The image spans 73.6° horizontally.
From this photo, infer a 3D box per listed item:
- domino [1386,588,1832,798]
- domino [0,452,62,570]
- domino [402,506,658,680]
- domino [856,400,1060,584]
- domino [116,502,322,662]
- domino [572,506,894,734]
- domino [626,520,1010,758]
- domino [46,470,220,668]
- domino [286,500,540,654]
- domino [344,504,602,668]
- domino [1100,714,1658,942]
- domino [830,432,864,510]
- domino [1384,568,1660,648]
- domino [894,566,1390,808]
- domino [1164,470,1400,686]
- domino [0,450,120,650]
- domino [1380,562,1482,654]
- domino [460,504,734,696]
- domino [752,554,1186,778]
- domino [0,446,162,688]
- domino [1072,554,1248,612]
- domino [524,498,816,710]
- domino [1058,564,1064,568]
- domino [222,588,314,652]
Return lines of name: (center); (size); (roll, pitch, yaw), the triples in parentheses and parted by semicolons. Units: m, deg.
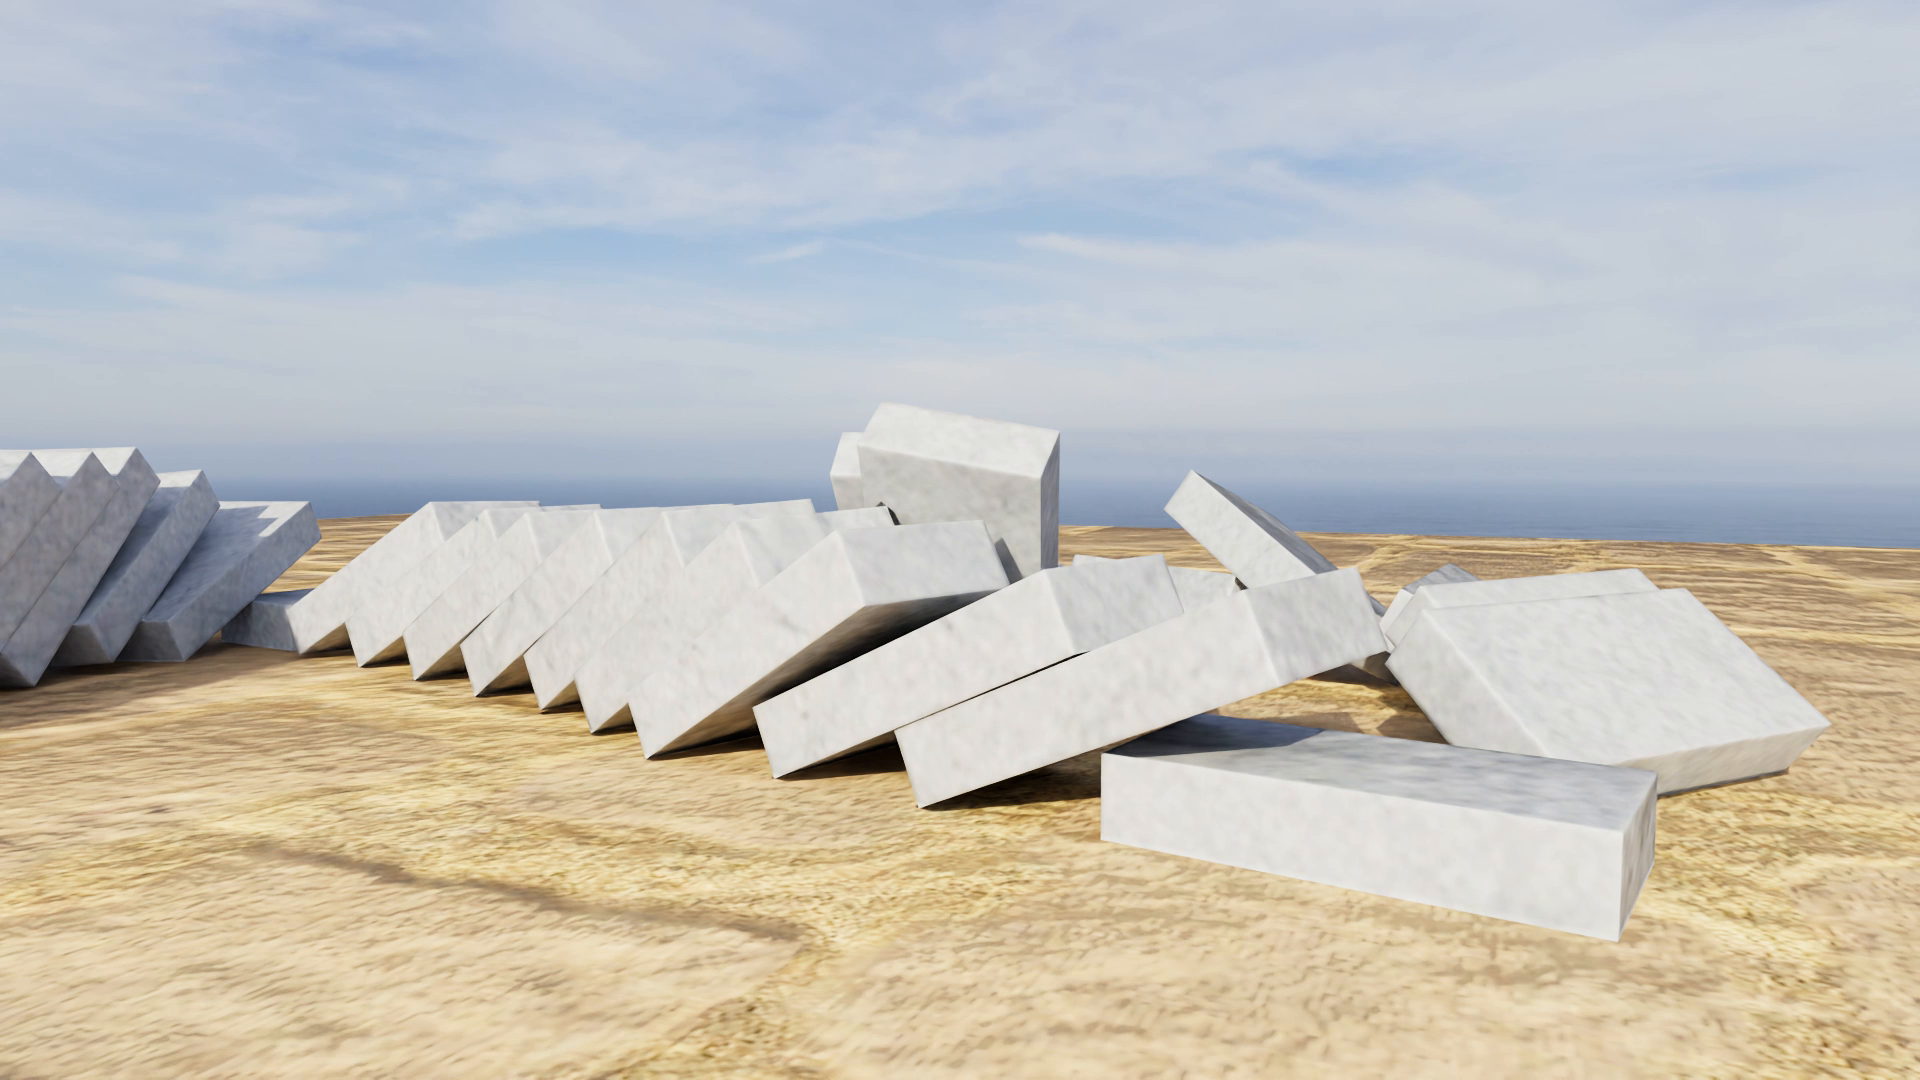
domino: (0.081, 0.019, 0.160); (0.050, 0.009, 0.025); (-2, 42, -27)
domino: (-0.173, 0.006, 0.208); (0.025, 0.009, 0.050); (1, 48, 6)
domino: (-0.075, 0.010, 0.226); (0.025, 0.009, 0.050); (-5, -21, -48)
domino: (0.001, 0.004, 0.186); (0.025, 0.050, 0.010); (11, 46, 15)
domino: (-0.161, 0.007, 0.271); (0.025, 0.009, 0.050); (0, 29, 7)
domino: (-0.032, 0.012, 0.181); (0.025, 0.009, 0.050); (-7, -21, -44)
domino: (-0.020, 0.014, 0.168); (0.025, 0.009, 0.050); (-5, -23, -47)
domino: (-0.170, 0.005, 0.253); (0.025, 0.009, 0.050); (-5, 37, -1)
domino: (-0.107, 0.008, 0.254); (0.050, 0.009, 0.025); (-29, -13, 28)
domino: (-0.091, 0.009, 0.242); (0.050, 0.010, 0.025); (-30, -13, 32)
domino: (0.043, 0.028, 0.134); (0.050, 0.010, 0.025); (3, 5, 35)
domino: (-0.003, 0.005, 0.204); (0.025, 0.050, 0.009); (1, 45, 10)
domino: (0.088, 0.017, 0.183); (0.050, 0.010, 0.025); (-3, 44, -30)
domino: (0.019, 0.017, 0.144); (0.050, 0.009, 0.025); (-27, -14, 39)
domino: (0.061, 0.006, 0.238); (0.025, 0.010, 0.050); (25, 16, -32)
domino: (-0.172, 0.005, 0.221); (0.025, 0.010, 0.050); (1, 48, 6)
domino: (0.087, 0.016, 0.215); (0.025, 0.009, 0.050); (34, 19, 23)
domino: (-0.059, 0.010, 0.211); (0.025, 0.009, 0.050); (-6, -22, -47)
domino: (0.000, 0.016, 0.159); (0.050, 0.009, 0.025); (-27, -14, 37)
domino: (-0.172, 0.004, 0.236); (0.025, 0.010, 0.050); (-1, 48, 3)
domino: (0.046, 0.014, 0.259); (0.025, 0.009, 0.050); (25, -9, -29)
domino: (-0.044, 0.010, 0.196); (0.025, 0.009, 0.050); (-7, -21, -44)
domino: (0.011, 0.008, 0.244); (0.050, 0.009, 0.025); (22, -8, -1)
domino: (-0.136, 0.016, 0.291); (0.025, 0.010, 0.050); (2, 5, 30)
